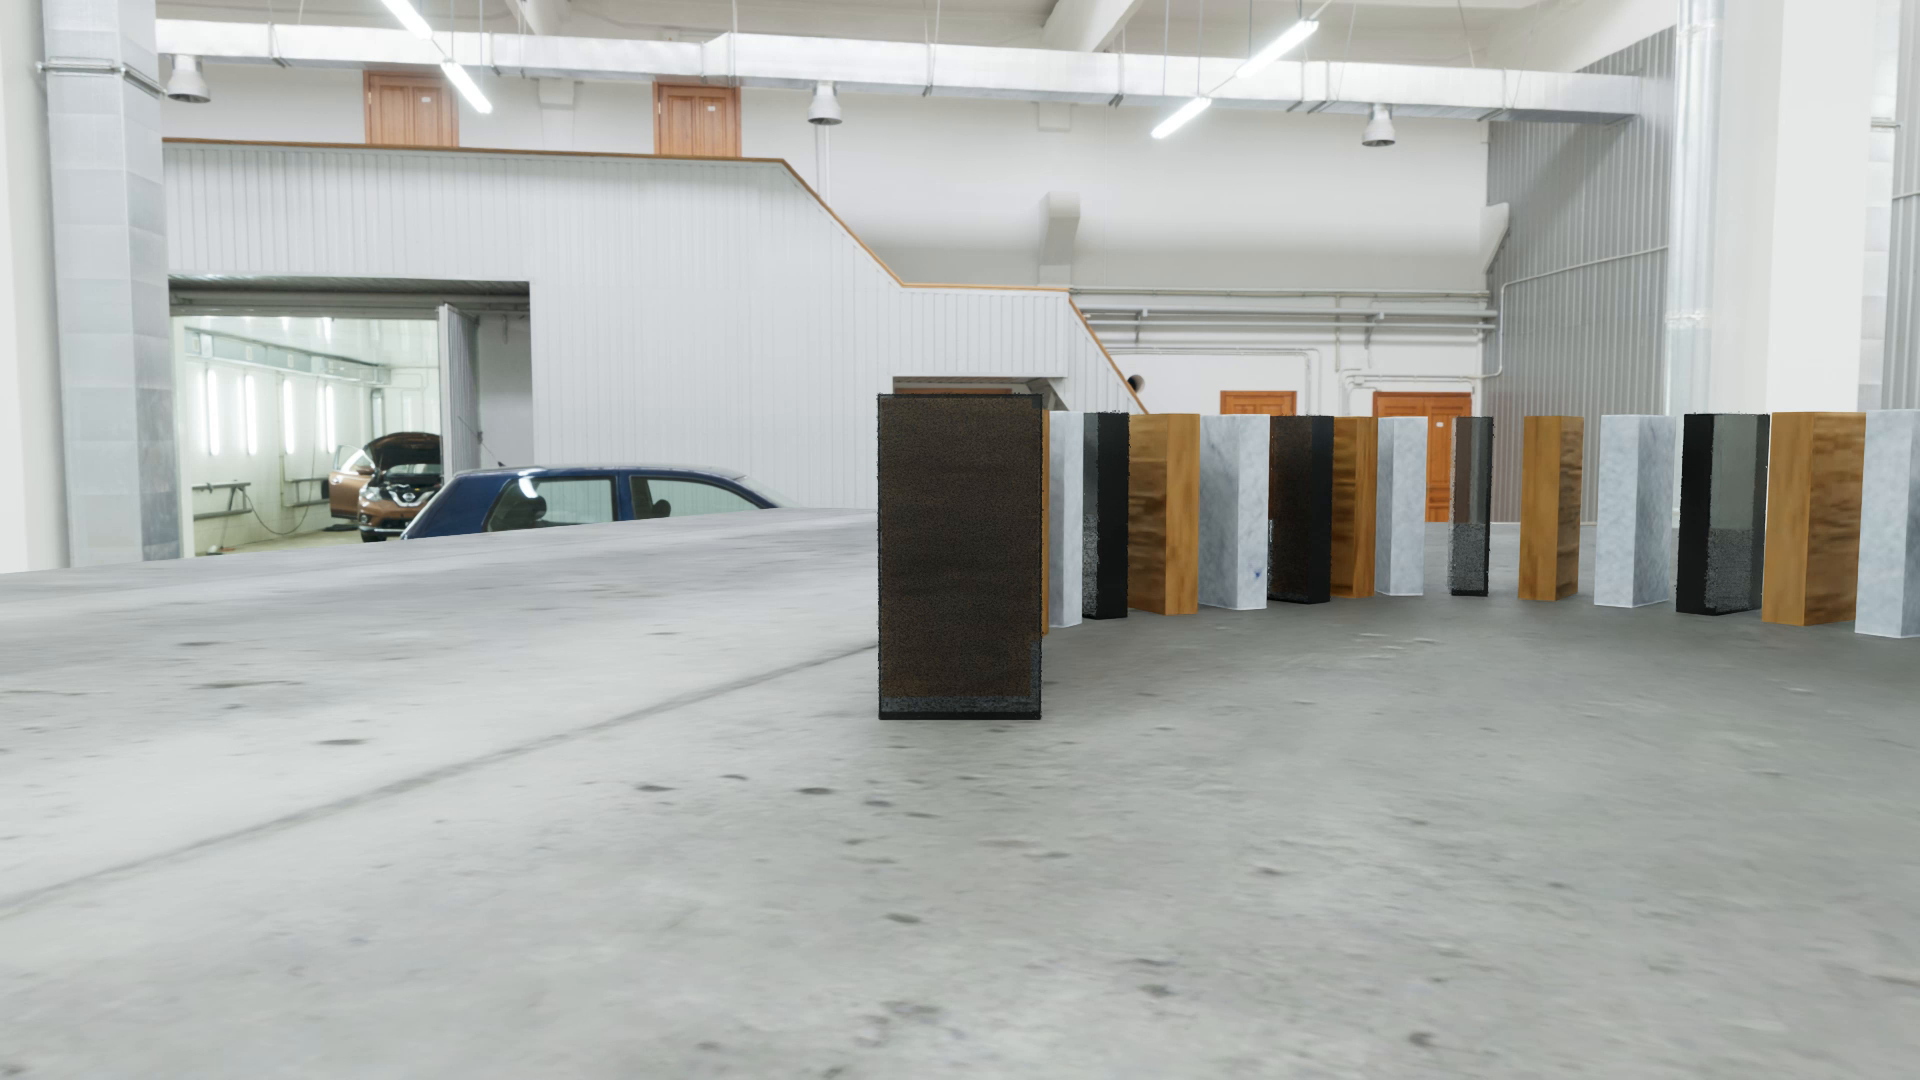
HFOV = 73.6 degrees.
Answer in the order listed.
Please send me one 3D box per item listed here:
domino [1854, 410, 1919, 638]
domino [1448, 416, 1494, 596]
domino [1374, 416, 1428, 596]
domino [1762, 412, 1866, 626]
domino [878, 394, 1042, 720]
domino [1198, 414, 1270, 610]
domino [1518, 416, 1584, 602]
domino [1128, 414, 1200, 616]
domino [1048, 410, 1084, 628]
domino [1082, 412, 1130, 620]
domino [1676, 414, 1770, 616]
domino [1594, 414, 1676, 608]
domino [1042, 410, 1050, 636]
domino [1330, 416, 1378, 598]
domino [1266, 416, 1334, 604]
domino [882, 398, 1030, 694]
[{"bbox_3d":[0.215,-0.004,0.289,0.025,0.050,0.009,-2,5,-24],"label":"domino"},{"bbox_3d":[0.146,-0.010,0.369,0.010,0.050,0.025,1,5,18],"label":"domino"},{"bbox_3d":[0.125,-0.010,0.372,0.009,0.050,0.025,0,4,-3],"label":"domino"},{"bbox_3d":[0.206,-0.006,0.308,0.025,0.050,0.009,-2,5,-29],"label":"domino"},{"bbox_3d":[0.000,0.002,0.201,0.025,0.050,0.009,0,4,0],"label":"domino"},{"bbox_3d":[0.070,-0.008,0.340,0.010,0.050,0.025,-2,5,-27],"label":"domino"},{"bbox_3d":[0.165,-0.009,0.358,0.009,0.050,0.025,3,5,38],"label":"domino"},{"bbox_3d":[0.050,-0.007,0.330,0.009,0.050,0.025,-2,5,-24],"label":"domino"},{"bbox_3d":[0.016,-0.005,0.306,0.025,0.050,0.009,3,5,31],"label":"domino"},{"bbox_3d":[0.031,-0.007,0.321,0.009,0.050,0.025,-3,5,-31],"label":"domino"},{"bbox_3d":[0.194,-0.007,0.326,0.025,0.050,0.009,-3,5,-35],"label":"domino"},{"bbox_3d":[0.181,-0.008,0.343,0.025,0.050,0.010,-4,6,-41],"label":"domino"},{"bbox_3d":[0.007,-0.004,0.286,0.025,0.050,0.009,2,5,20],"label":"domino"},{"bbox_3d":[0.105,-0.010,0.365,0.010,0.050,0.025,-3,5,-36],"label":"domino"},{"bbox_3d":[0.088,-0.009,0.351,0.009,0.050,0.025,-3,5,-38],"label":"domino"},{"bbox_3d":[-0.001,0.001,0.222,0.025,0.050,0.009,0,4,-2],"label":"domino"}]
